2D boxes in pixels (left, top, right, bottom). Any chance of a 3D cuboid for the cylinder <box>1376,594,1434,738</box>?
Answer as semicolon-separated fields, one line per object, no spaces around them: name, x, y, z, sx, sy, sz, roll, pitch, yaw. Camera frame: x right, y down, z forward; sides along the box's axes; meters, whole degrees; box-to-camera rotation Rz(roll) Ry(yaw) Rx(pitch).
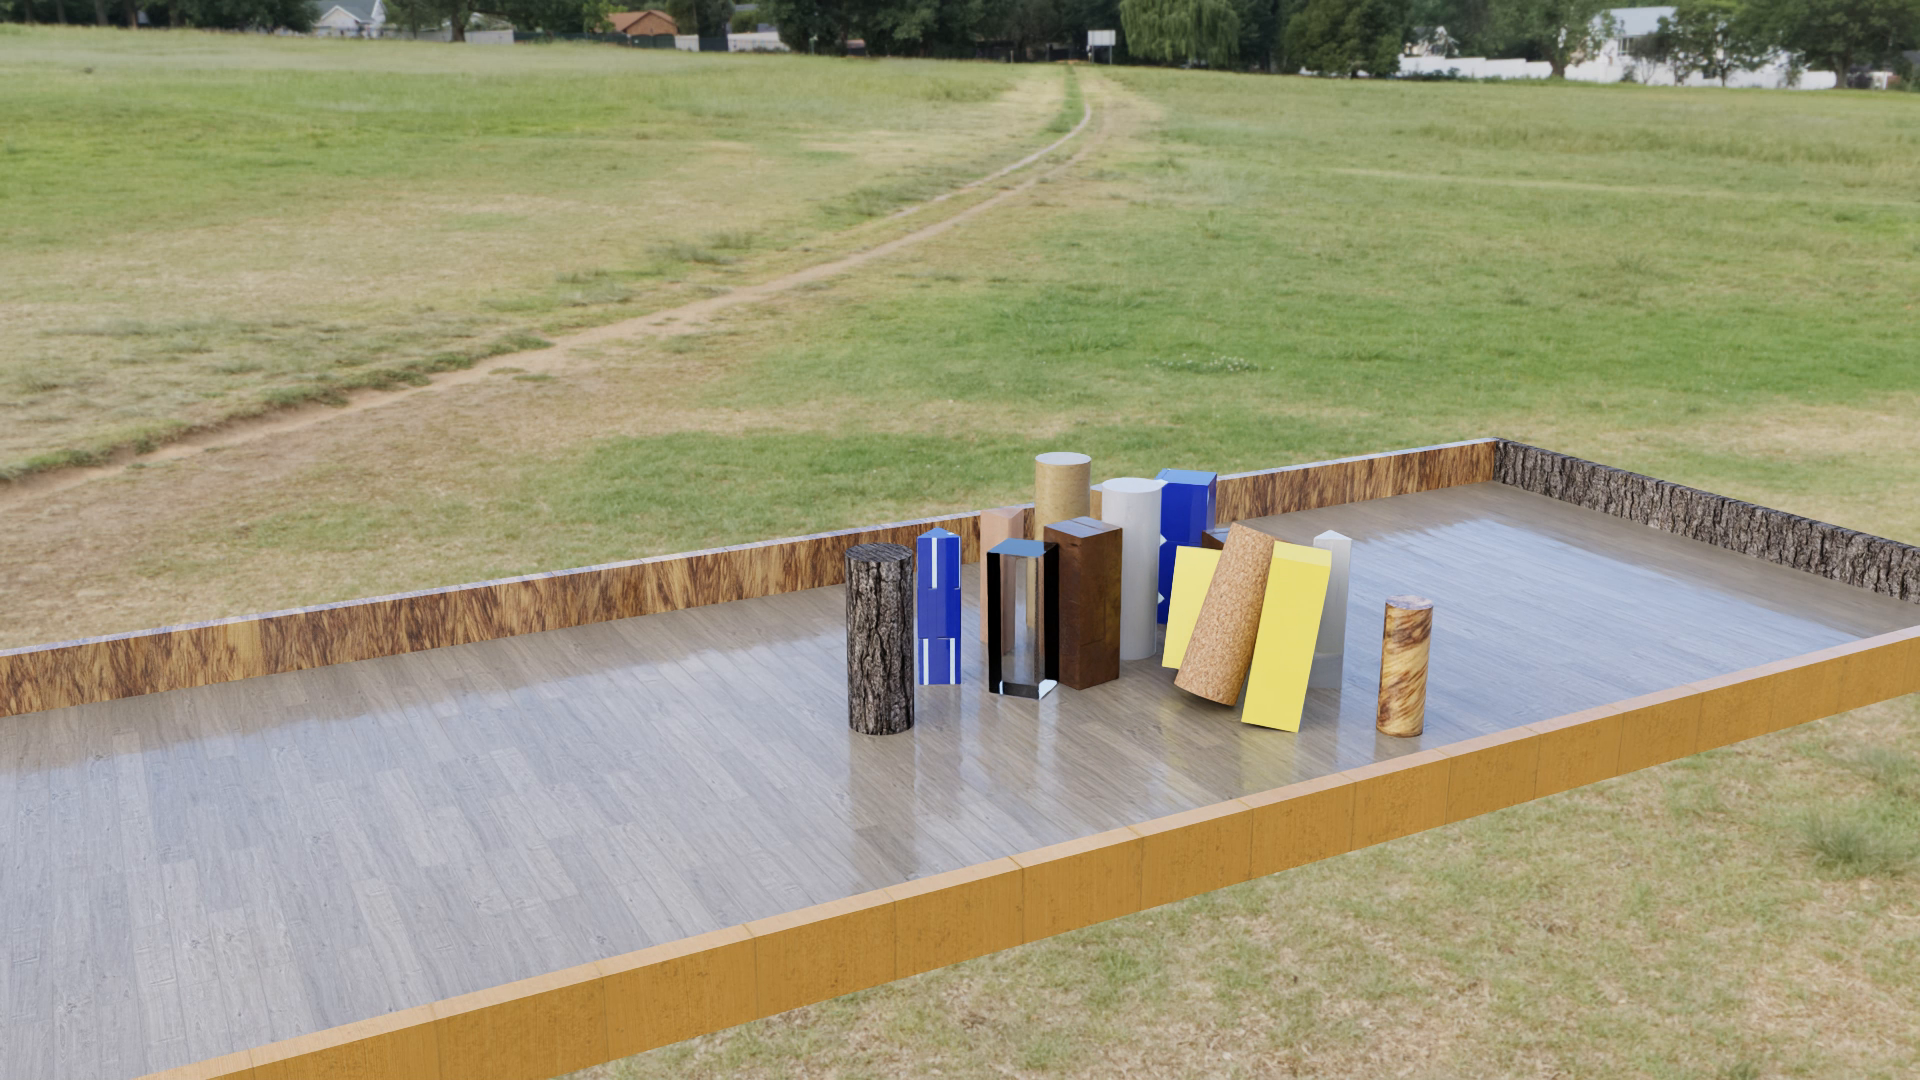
cylinder;1.026;0.292;3.809;0.107;0.312;0.107;0;16;0

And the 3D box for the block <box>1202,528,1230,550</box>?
block;0.717;0.135;4.346;0.127;0.310;0.127;-5;17;-18

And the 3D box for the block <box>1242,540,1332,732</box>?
block;0.760;0.225;3.842;0.131;0.409;0.131;11;18;10

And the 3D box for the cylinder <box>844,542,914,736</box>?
cylinder;-0.185;0.229;3.831;0.156;0.419;0.156;0;16;0

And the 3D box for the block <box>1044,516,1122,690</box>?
block;0.304;0.157;4.120;0.137;0.395;0.137;-13;21;-37

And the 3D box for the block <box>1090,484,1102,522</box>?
block;0.488;-0.008;4.845;0.176;0.302;0.176;16;23;43

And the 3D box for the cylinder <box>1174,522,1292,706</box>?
cylinder;0.659;0.177;3.970;0.155;0.413;0.155;19;4;-1

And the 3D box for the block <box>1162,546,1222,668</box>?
block;0.632;0.177;4.157;0.165;0.303;0.165;8;2;25

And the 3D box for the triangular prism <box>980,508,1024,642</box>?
triangular prism;0.129;0.098;4.379;0.099;0.363;0.115;-14;21;-39

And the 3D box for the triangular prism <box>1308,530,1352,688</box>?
triangular prism;0.909;0.172;4.086;0.089;0.386;0.077;2;17;7

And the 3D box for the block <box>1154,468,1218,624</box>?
block;0.615;0.021;4.566;0.151;0.404;0.151;5;17;17

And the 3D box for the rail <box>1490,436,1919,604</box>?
rail;2.466;-0.048;5.253;0.050;0.150;2.100;-9;18;-27

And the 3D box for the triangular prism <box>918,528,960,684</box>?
triangular prism;-0.053;0.164;4.119;0.106;0.382;0.092;-1;16;-3

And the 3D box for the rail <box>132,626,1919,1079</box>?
rail;-2.336;1.006;1.665;12.000;0.150;0.050;-9;18;-27

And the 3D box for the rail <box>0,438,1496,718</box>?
rail;-3.305;0.497;3.399;12.000;0.150;0.050;-9;18;-27

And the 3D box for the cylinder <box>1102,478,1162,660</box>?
cylinder;0.442;0.075;4.300;0.154;0.451;0.154;0;17;0

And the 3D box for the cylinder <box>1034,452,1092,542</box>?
cylinder;0.281;-0.003;4.557;0.153;0.456;0.153;0;16;0

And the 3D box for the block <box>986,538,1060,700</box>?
block;0.157;0.192;4.057;0.134;0.361;0.134;6;17;24
